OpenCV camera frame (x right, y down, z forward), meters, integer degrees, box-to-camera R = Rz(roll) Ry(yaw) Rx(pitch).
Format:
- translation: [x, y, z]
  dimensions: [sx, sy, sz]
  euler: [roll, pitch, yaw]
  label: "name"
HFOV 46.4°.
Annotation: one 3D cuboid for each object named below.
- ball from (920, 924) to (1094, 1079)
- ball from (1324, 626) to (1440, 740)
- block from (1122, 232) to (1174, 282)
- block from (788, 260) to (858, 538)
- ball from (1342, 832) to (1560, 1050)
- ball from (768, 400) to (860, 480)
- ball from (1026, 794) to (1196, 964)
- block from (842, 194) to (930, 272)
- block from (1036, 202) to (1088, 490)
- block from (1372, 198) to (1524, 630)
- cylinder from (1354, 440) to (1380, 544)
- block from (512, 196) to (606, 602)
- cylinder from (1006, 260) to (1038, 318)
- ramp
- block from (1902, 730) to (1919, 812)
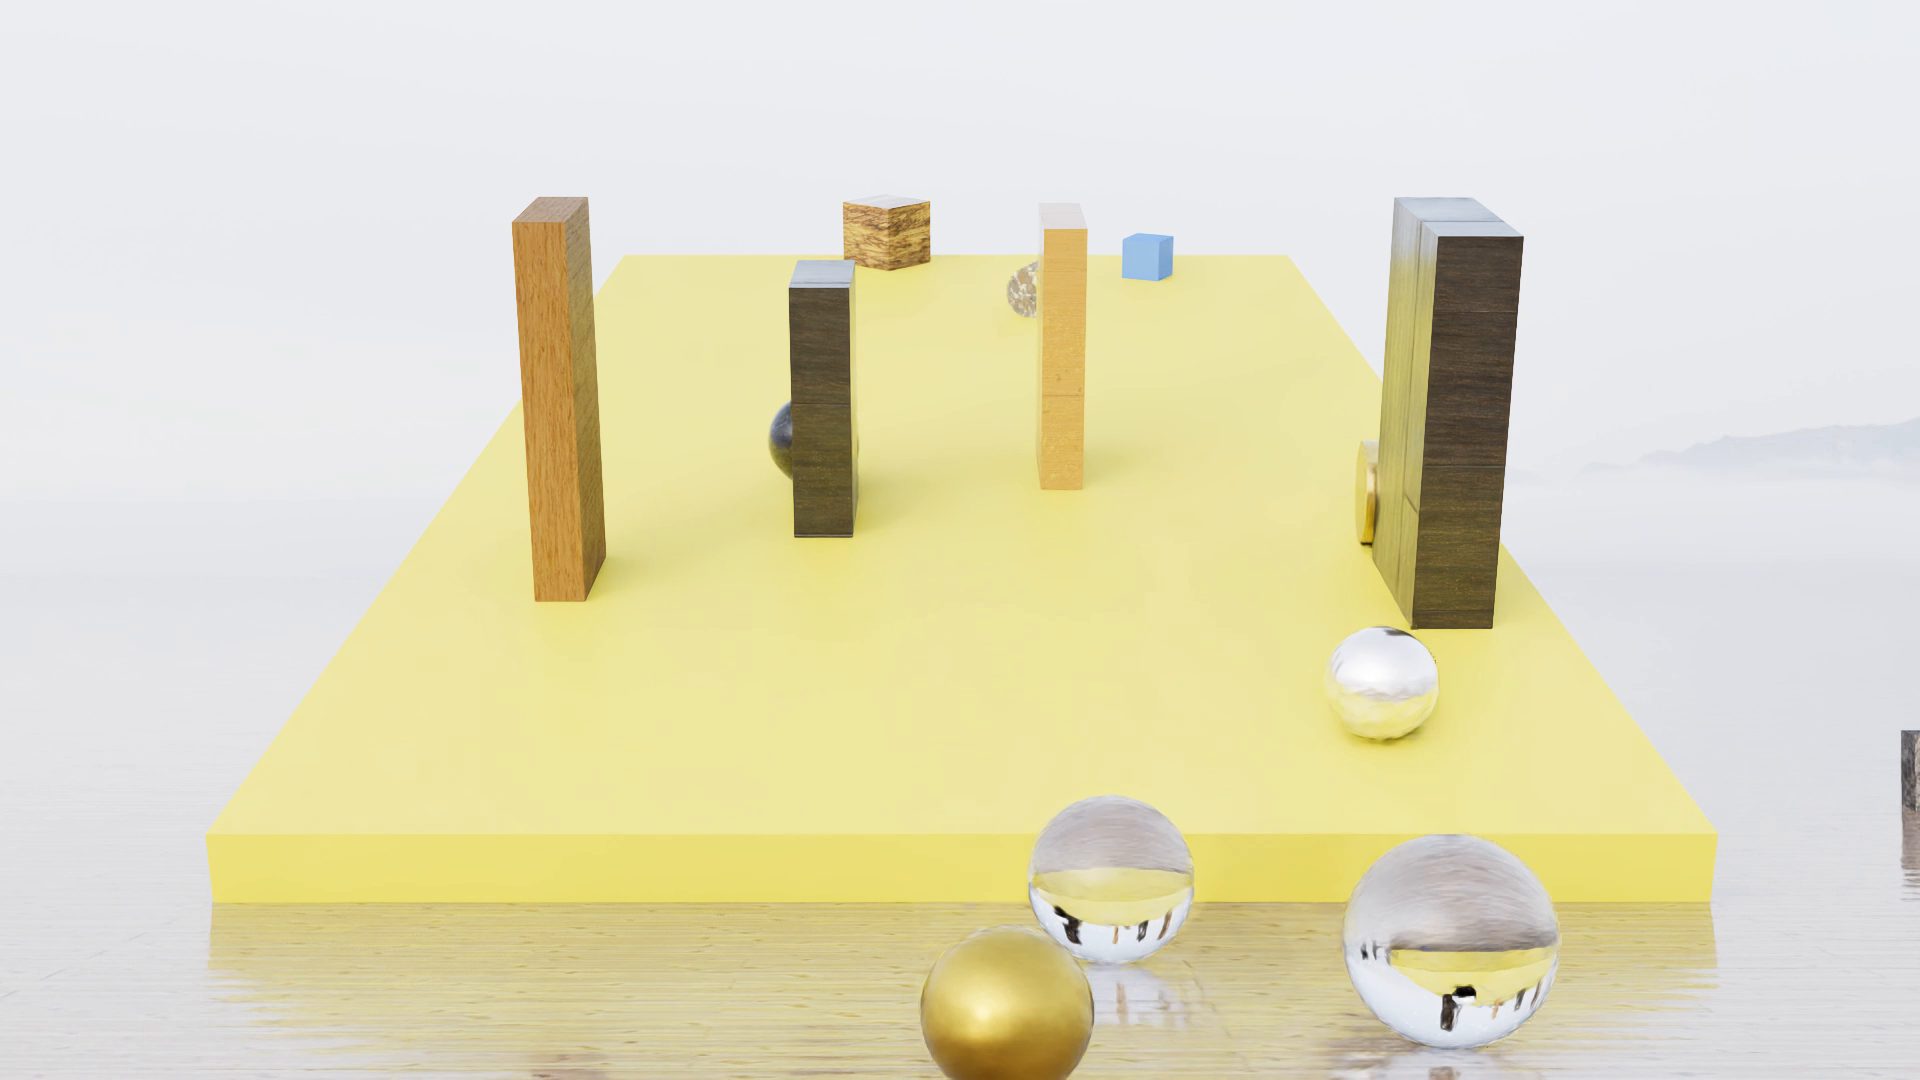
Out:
- translation: [0.040, 0.396, 1.876]
  dimensions: [0.146, 0.146, 0.146]
  euler: [0, -1, 0]
  label: "ball"
- translation: [0.611, 0.207, 3.251]
  dimensions: [0.165, 0.165, 0.165]
  euler: [0, -1, 0]
  label: "ball"
- translation: [0.540, -0.814, 6.438]
  dimensions: [0.112, 0.112, 0.112]
  euler: [9, 20, 25]
  label: "block"
- translation: [-0.253, -0.268, 4.201]
  dimensions: [0.109, 0.471, 0.255]
  euler: [0, 18, 0]
  label: "block"
- translation: [0.455, 0.372, 2.082]
  dimensions: [0.198, 0.198, 0.198]
  euler: [0, -1, 0]
  label: "ball"
- translation: [-0.291, -0.199, 4.454]
  dimensions: [0.184, 0.184, 0.184]
  euler: [0, -1, 0]
  label: "ball"
- translation: [0.170, 0.382, 2.526]
  dimensions: [0.190, 0.190, 0.190]
  euler: [0, -1, 0]
  label: "ball"
- translation: [-0.216, -0.909, 6.612]
  dimensions: [0.182, 0.182, 0.182]
  euler: [15, 24, 39]
  label: "block"
- translation: [0.202, -0.393, 4.504]
  dimensions: [0.084, 0.522, 0.295]
  euler: [0, 18, 0]
  label: "block"
- translation: [0.812, -0.220, 3.769]
  dimensions: [0.135, 0.654, 0.364]
  euler: [0, 18, 0]
  label: "block"
- translation: [0.830, -0.087, 4.108]
  dimensions: [0.189, 0.189, 0.189]
  euler: [1, -1, 3]
  label: "cylinder"
- translation: [-0.682, -0.242, 3.834]
  dimensions: [0.086, 0.651, 0.248]
  euler: [0, 18, 0]
  label: "block"
- translation: [0.212, -0.671, 5.965]
  dimensions: [0.137, 0.137, 0.137]
  euler: [0, 17, 24]
  label: "cylinder"
- translation: [-0.004, -0.189, 4.876]
  dimensions: [2.000, 0.100, 4.000]
  euler: [0, 18, 0]
  label: "ramp"
- translation: [1.836, 0.429, 4.159]
  dimensions: [0.141, 0.141, 0.141]
  euler: [0, -1, 13]
  label: "block"
